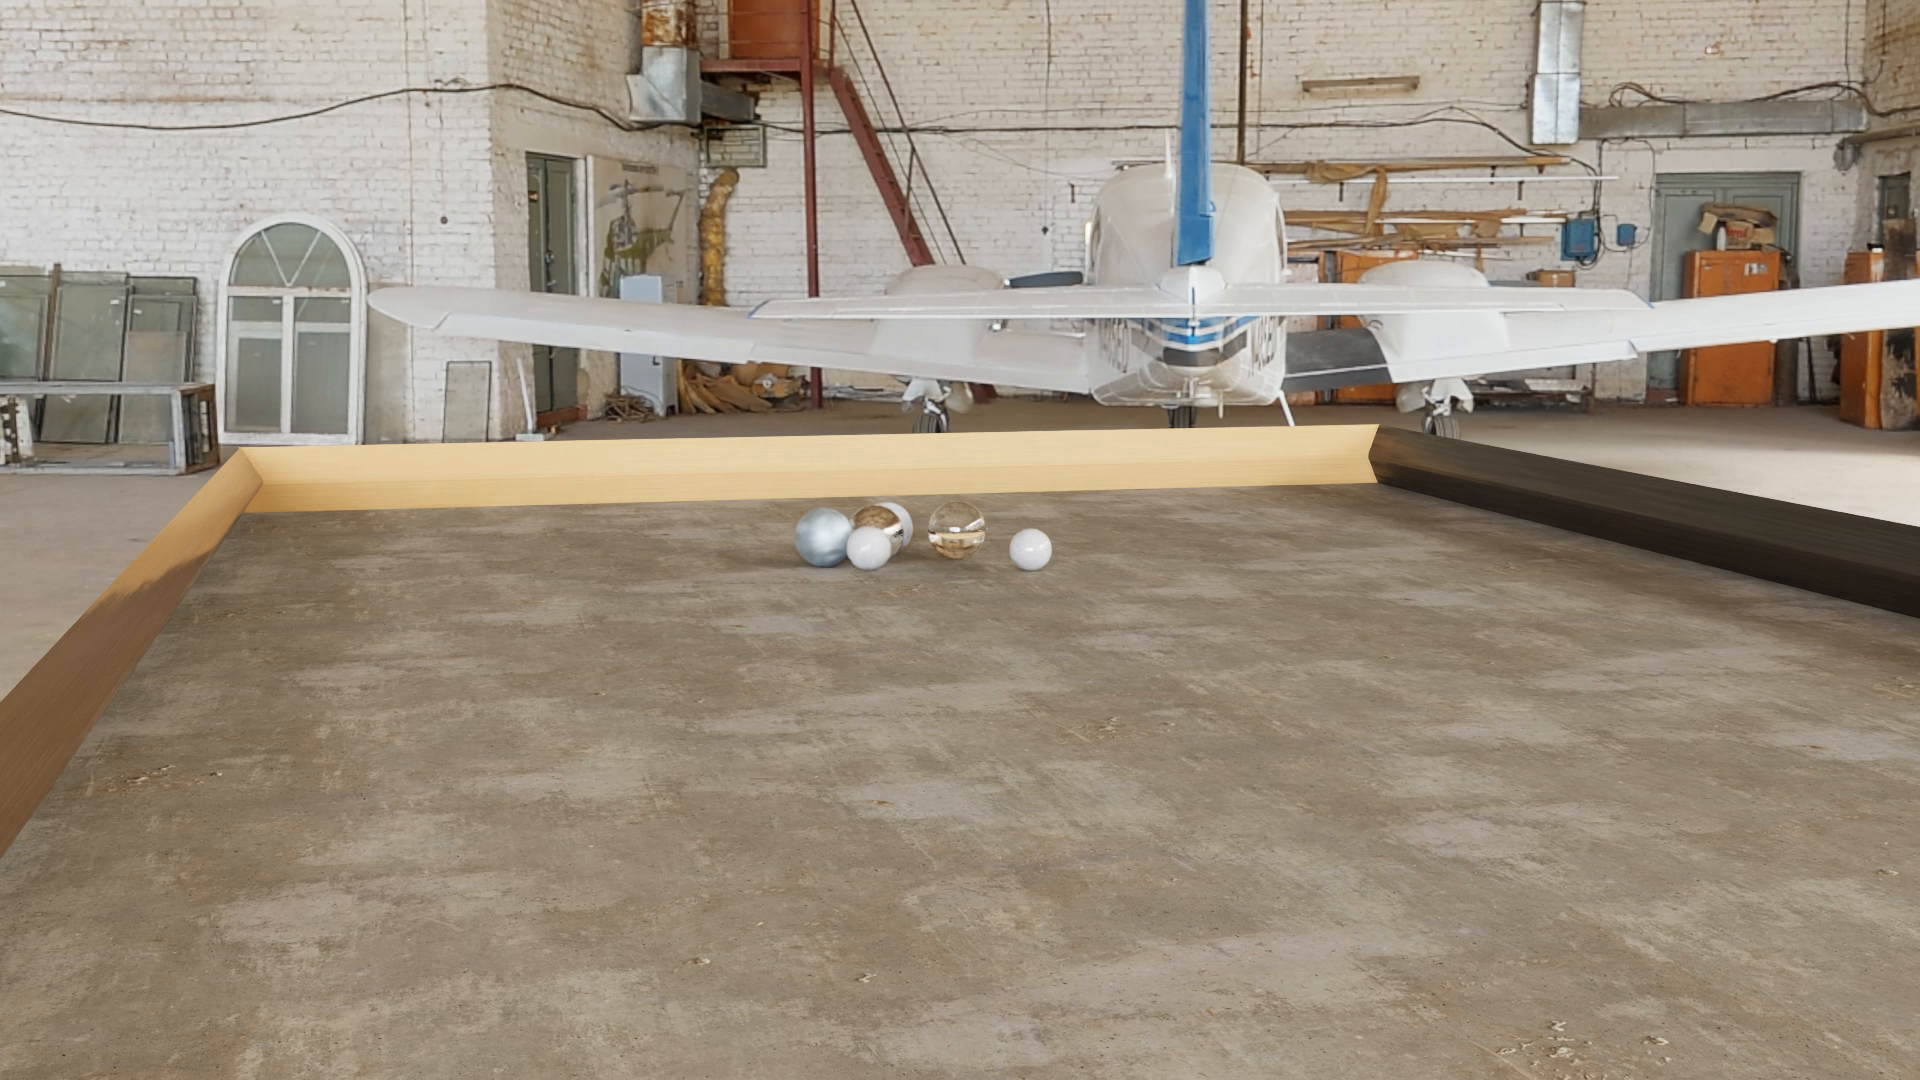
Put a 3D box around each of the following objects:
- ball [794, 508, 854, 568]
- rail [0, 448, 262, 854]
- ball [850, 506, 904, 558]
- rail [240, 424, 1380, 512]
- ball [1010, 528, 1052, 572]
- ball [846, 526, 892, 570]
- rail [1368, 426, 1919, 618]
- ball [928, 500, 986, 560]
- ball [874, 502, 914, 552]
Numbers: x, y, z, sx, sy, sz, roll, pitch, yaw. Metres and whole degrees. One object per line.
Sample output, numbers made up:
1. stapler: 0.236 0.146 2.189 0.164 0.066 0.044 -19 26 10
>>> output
1. ball: -0.223 -0.005 3.601 0.098 0.098 0.098 0 8 0
2. rail: -0.907 0.152 2.313 0.045 0.127 4.189 -2 8 -13
3. ball: -0.141 -0.010 3.655 0.095 0.095 0.095 0 8 0
4. rail: -0.237 -0.152 4.582 2.412 0.127 0.045 -2 8 -13
5. ball: 0.114 0.016 3.559 0.069 0.069 0.069 0 8 0
6. ball: -0.148 0.013 3.566 0.072 0.072 0.072 0 8 0
7. rail: 1.393 0.079 2.857 0.045 0.127 4.189 -2 8 -13
8. ball: -0.005 -0.017 3.693 0.098 0.098 0.098 0 8 0
9. ball: -0.125 -0.020 3.746 0.090 0.090 0.090 0 8 0
